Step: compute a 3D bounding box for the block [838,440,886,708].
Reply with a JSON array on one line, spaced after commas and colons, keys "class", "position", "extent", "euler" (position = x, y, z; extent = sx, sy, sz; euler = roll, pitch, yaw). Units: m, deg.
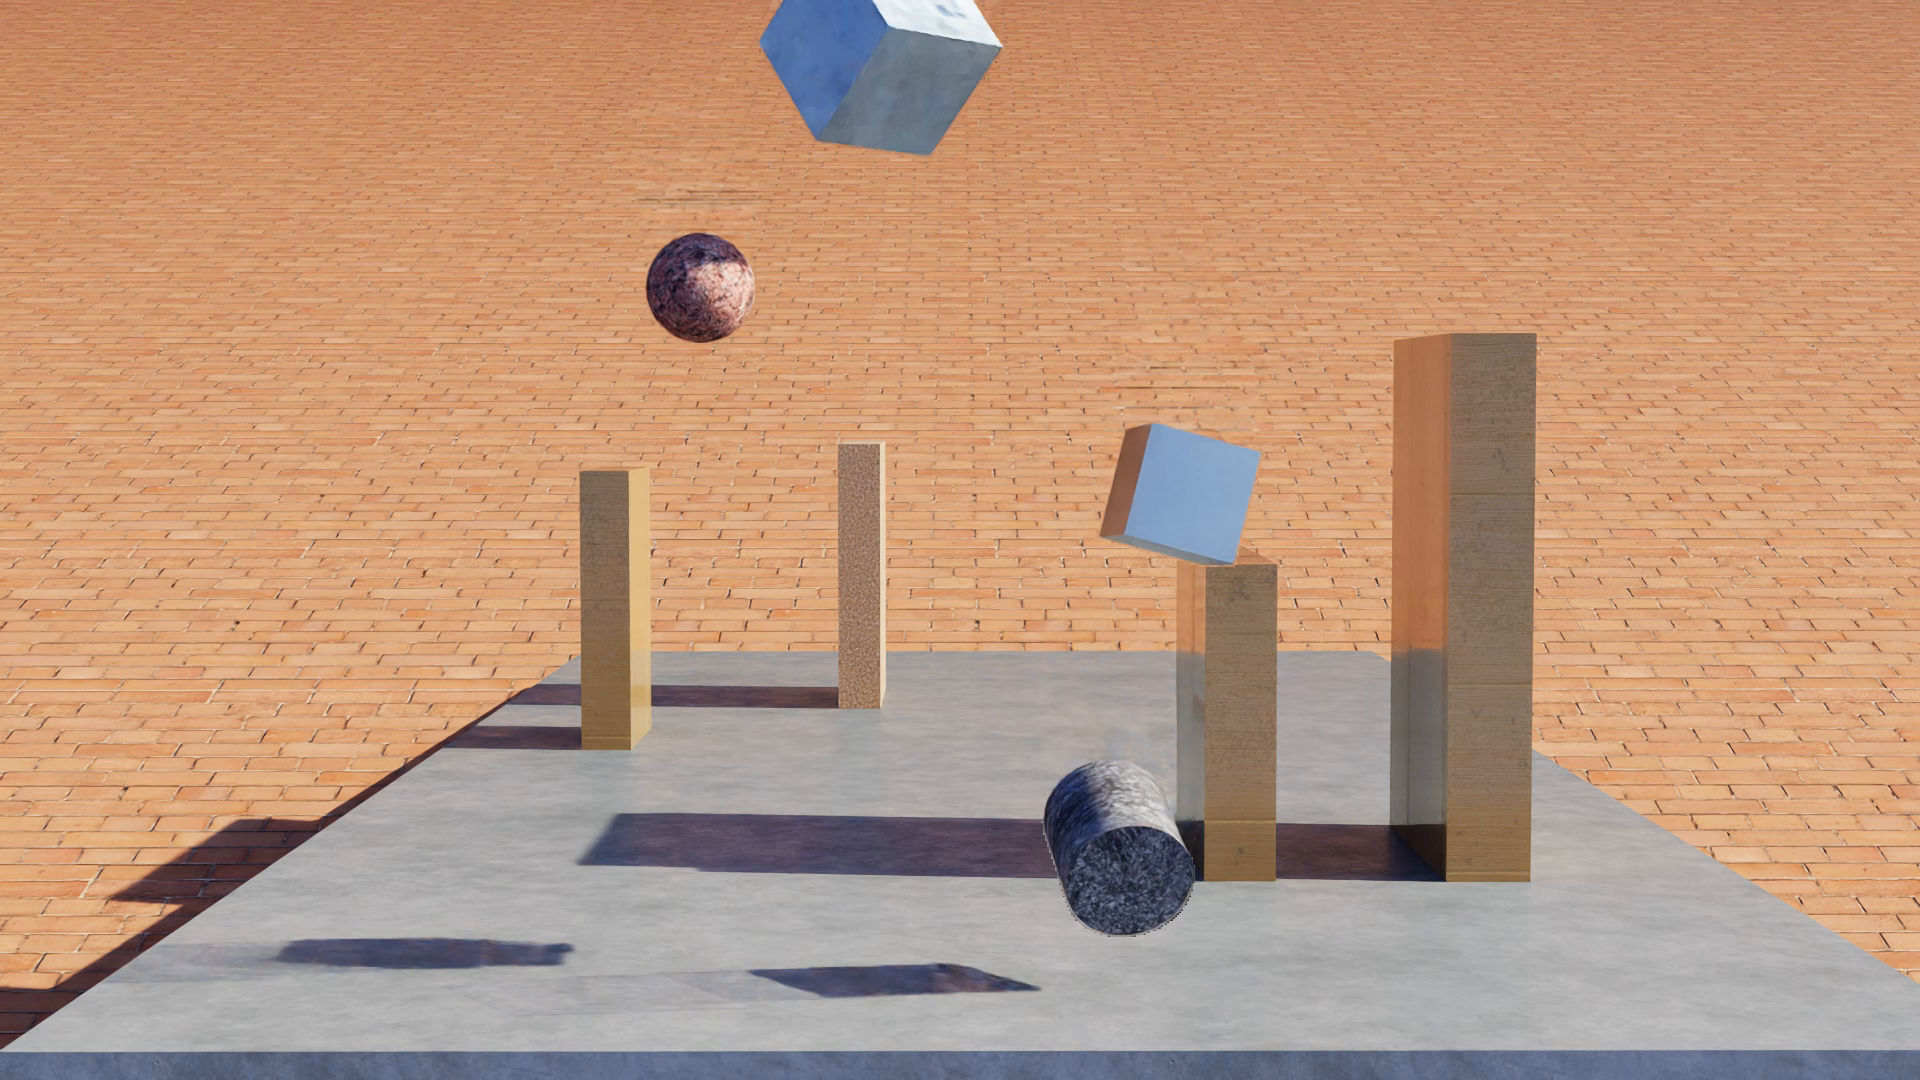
[{"class": "block", "position": [-0.208, 0.065, 5.492], "extent": [0.087, 0.547, 0.386], "euler": [0, 3, 0]}]

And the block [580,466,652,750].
[{"class": "block", "position": [-0.647, 0.121, 4.838], "extent": [0.090, 0.510, 0.316], "euler": [0, 3, 0]}]

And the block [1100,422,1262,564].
[{"class": "block", "position": [0.243, -0.050, 2.859], "extent": [0.126, 0.126, 0.126], "euler": [15, -3, -9]}]

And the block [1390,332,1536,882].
[{"class": "block", "position": [0.701, 0.079, 3.613], "extent": [0.112, 0.727, 0.444], "euler": [0, 3, 0]}]

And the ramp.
[{"class": "ramp", "position": [0.049, 0.442, 4.532], "extent": [2.000, 0.100, 4.000], "euler": [0, 3, 0]}]

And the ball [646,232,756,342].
[{"class": "ball", "position": [-0.284, -0.276, 2.810], "extent": [0.119, 0.119, 0.119], "euler": [0, 21, 0]}]

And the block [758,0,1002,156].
[{"class": "block", "position": [-0.085, -0.522, 2.705], "extent": [0.154, 0.154, 0.154], "euler": [0, 49, -41]}]

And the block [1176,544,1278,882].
[{"class": "block", "position": [0.372, 0.231, 3.625], "extent": [0.095, 0.423, 0.441], "euler": [0, 3, 0]}]
